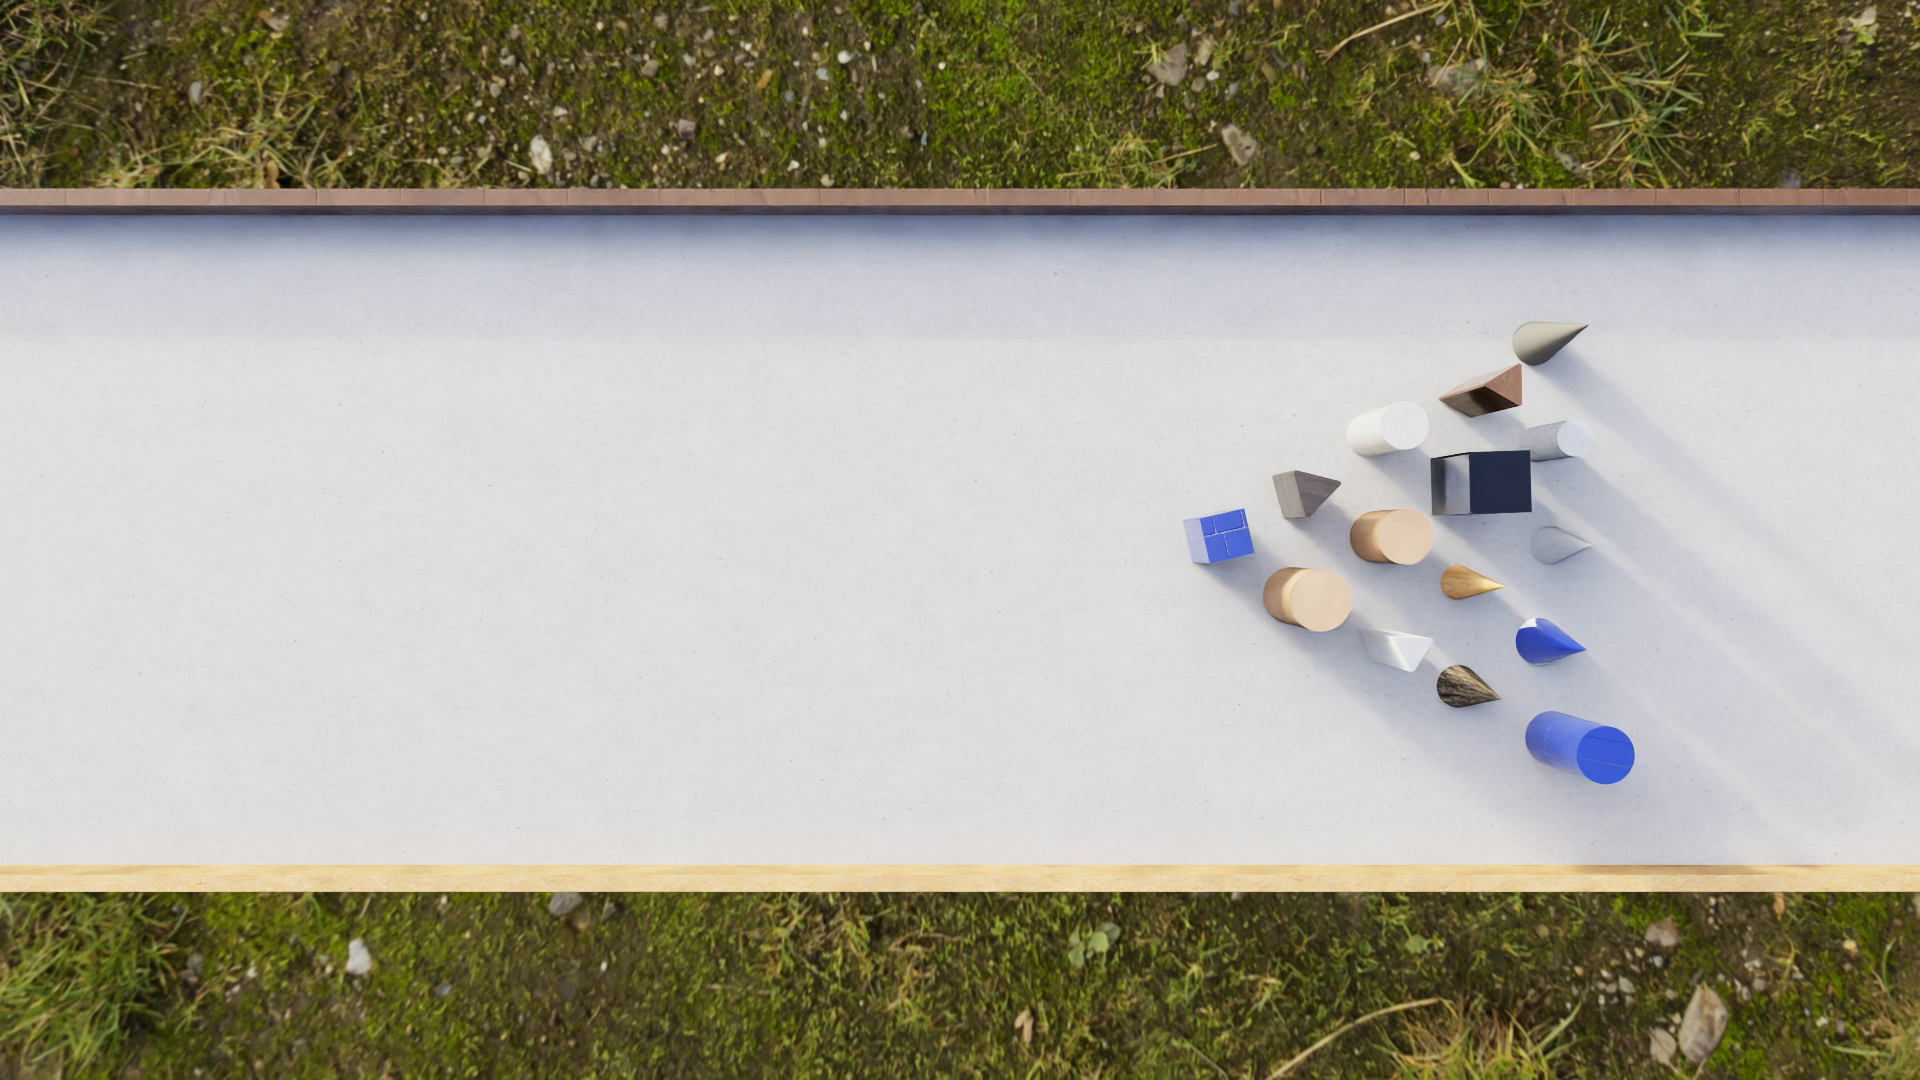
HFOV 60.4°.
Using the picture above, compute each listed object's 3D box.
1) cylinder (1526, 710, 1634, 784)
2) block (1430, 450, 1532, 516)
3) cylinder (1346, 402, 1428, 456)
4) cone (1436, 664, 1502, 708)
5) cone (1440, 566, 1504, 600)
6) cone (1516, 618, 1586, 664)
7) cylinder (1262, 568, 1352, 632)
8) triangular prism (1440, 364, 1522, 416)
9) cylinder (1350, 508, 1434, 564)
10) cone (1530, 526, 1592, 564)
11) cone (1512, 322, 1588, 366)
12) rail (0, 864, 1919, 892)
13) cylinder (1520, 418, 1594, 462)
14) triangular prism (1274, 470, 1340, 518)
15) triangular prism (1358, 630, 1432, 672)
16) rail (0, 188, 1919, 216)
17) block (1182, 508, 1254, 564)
[{"bbox_3d":[1.822,0.607,4.864,0.165,0.424,0.165,0,90,0],"label":"cylinder"},{"bbox_3d":[1.538,-0.165,4.886,0.176,0.381,0.176,-2,90,0],"label":"block"},{"bbox_3d":[1.258,-0.324,4.871,0.137,0.411,0.137,0,90,0],"label":"cylinder"},{"bbox_3d":[1.533,0.450,4.871,0.132,0.411,0.132,0,90,0],"label":"cone"},{"bbox_3d":[1.533,0.131,4.854,0.107,0.445,0.107,0,90,0],"label":"cone"},{"bbox_3d":[1.782,0.312,4.881,0.145,0.390,0.145,0,90,0],"label":"cone"},{"bbox_3d":[1.020,0.171,4.870,0.176,0.413,0.176,0,90,0],"label":"cylinder"},{"bbox_3d":[1.549,-0.451,4.853,0.118,0.448,0.102,29,90,0],"label":"triangular prism"},{"bbox_3d":[1.280,-0.010,4.907,0.161,0.340,0.161,0,90,0],"label":"cylinder"},{"bbox_3d":[1.816,0.016,4.904,0.120,0.345,0.120,0,90,0],"label":"cone"},{"bbox_3d":[1.768,-0.606,4.854,0.136,0.445,0.136,0,90,0],"label":"cone"},{"bbox_3d":[-2.247,1.025,5.001,12.000,0.150,0.050,0,90,0],"label":"rail"},{"bbox_3d":[1.776,-0.295,4.915,0.110,0.323,0.110,0,90,0],"label":"cylinder"},{"bbox_3d":[1.005,-0.157,4.908,0.120,0.337,0.138,44,90,0],"label":"triangular prism"},{"bbox_3d":[1.262,0.301,4.858,0.094,0.437,0.109,32,90,0],"label":"triangular prism"},{"bbox_3d":[-2.247,-1.025,5.002,12.000,0.150,0.050,0,90,0],"label":"rail"},{"bbox_3d":[0.764,-0.012,4.899,0.132,0.355,0.132,-13,90,0],"label":"block"}]
